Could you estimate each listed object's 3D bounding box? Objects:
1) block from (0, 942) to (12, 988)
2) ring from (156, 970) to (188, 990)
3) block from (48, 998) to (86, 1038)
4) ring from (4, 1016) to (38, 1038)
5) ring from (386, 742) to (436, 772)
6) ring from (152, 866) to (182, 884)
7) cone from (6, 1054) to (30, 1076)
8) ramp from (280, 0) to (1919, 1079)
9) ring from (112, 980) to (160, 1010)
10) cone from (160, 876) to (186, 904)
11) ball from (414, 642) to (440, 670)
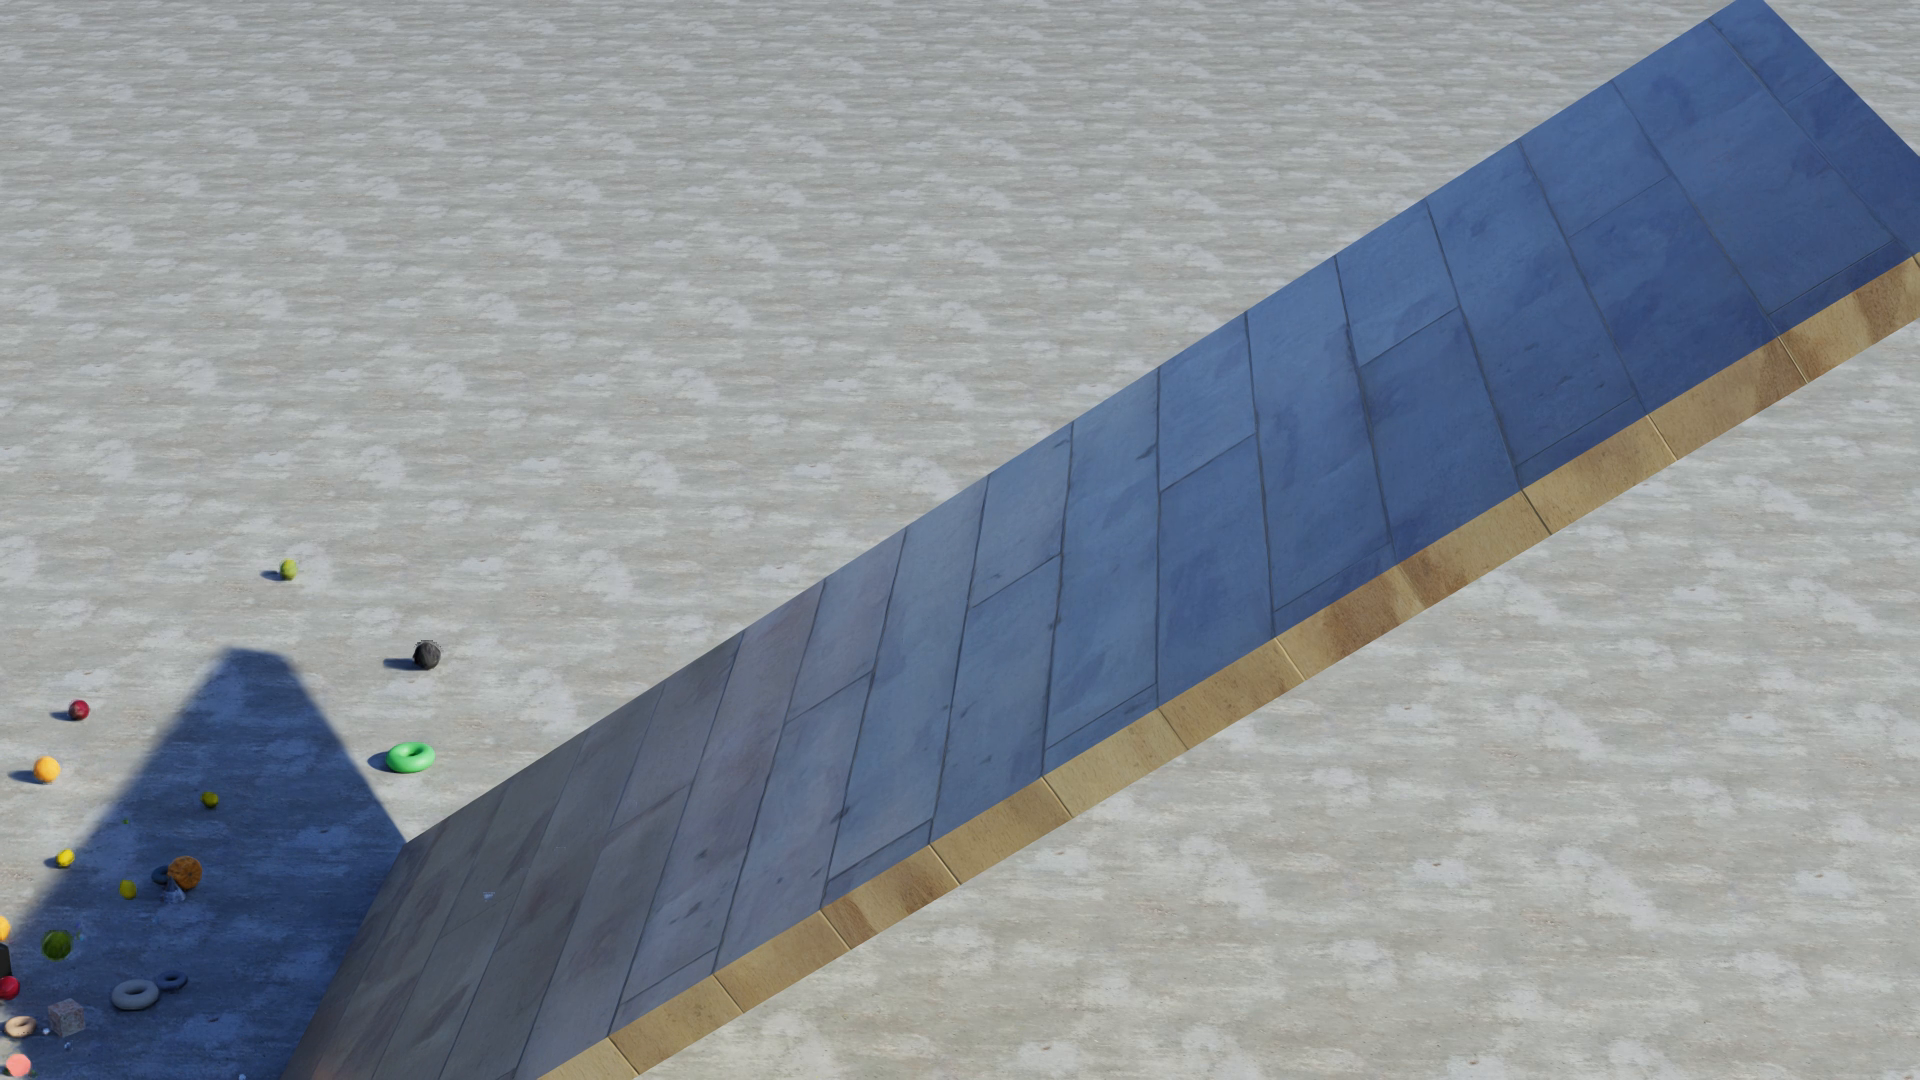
[{"bbox_3d":[-2.397,1.044,7.203,0.099,0.099,0.099,15,26,34],"label":"block"},{"bbox_3d":[-1.933,1.080,7.211,0.077,0.026,0.077,1,22,0],"label":"ring"},{"bbox_3d":[-2.130,1.139,7.011,0.060,0.060,0.060,-19,28,-40],"label":"block"},{"bbox_3d":[-2.239,1.159,7.007,0.077,0.026,0.077,1,21,0],"label":"ring"},{"bbox_3d":[-1.564,0.619,8.371,0.140,0.047,0.140,-1,22,0],"label":"ring"},{"bbox_3d":[-2.083,0.880,7.726,0.079,0.026,0.079,0,22,0],"label":"ring"},{"bbox_3d":[-2.192,1.221,6.849,0.052,0.052,0.052,-7,-4,-18],"label":"cone"},{"bbox_3d":[0.136,0.173,6.305,4.000,0.100,2.000,-32,16,15],"label":"ramp"},{"bbox_3d":[-2.001,1.103,7.136,0.113,0.038,0.113,1,21,-1],"label":"ring"},{"bbox_3d":[-2.043,0.897,7.624,0.067,0.067,0.067,0,21,0],"label":"cone"},{"bbox_3d":[-1.631,0.355,9.000,0.082,0.082,0.082,0,21,0],"label":"ball"}]
